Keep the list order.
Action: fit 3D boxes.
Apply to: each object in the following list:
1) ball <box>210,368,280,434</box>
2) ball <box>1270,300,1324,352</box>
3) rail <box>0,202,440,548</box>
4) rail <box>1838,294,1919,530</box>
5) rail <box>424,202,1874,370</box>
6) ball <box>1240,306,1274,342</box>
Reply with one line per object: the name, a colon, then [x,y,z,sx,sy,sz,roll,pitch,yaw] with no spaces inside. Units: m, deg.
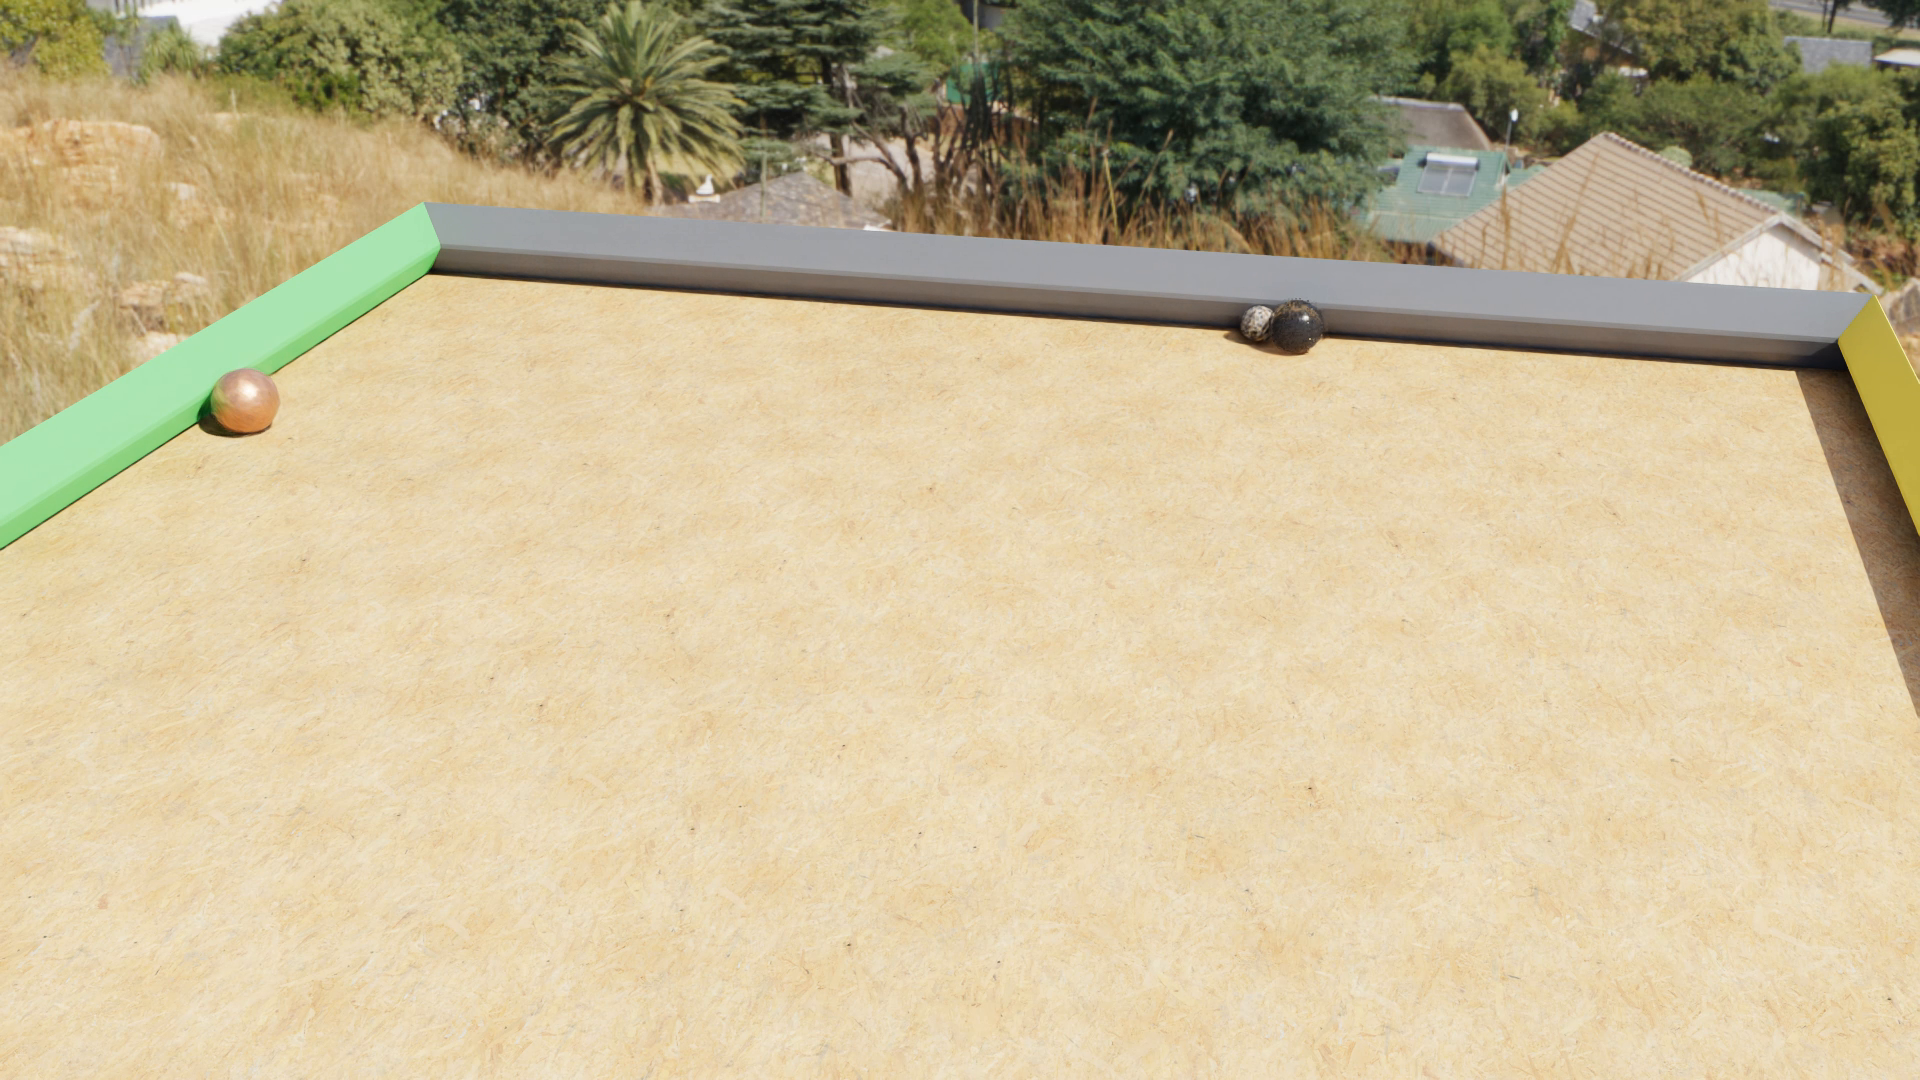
ball: [-0.910,-0.178,2.800,0.085,0.085,0.085,0,24,0]
ball: [0.475,-0.301,3.091,0.075,0.075,0.075,0,24,0]
rail: [-1.220,0.242,1.813,0.045,0.110,3.643,5,24,12]
rail: [0.813,0.430,1.387,0.045,0.110,3.643,5,24,12]
rail: [0.198,-0.370,3.204,2.134,0.110,0.045,5,24,12]
ball: [0.426,-0.308,3.134,0.053,0.053,0.053,0,24,0]
